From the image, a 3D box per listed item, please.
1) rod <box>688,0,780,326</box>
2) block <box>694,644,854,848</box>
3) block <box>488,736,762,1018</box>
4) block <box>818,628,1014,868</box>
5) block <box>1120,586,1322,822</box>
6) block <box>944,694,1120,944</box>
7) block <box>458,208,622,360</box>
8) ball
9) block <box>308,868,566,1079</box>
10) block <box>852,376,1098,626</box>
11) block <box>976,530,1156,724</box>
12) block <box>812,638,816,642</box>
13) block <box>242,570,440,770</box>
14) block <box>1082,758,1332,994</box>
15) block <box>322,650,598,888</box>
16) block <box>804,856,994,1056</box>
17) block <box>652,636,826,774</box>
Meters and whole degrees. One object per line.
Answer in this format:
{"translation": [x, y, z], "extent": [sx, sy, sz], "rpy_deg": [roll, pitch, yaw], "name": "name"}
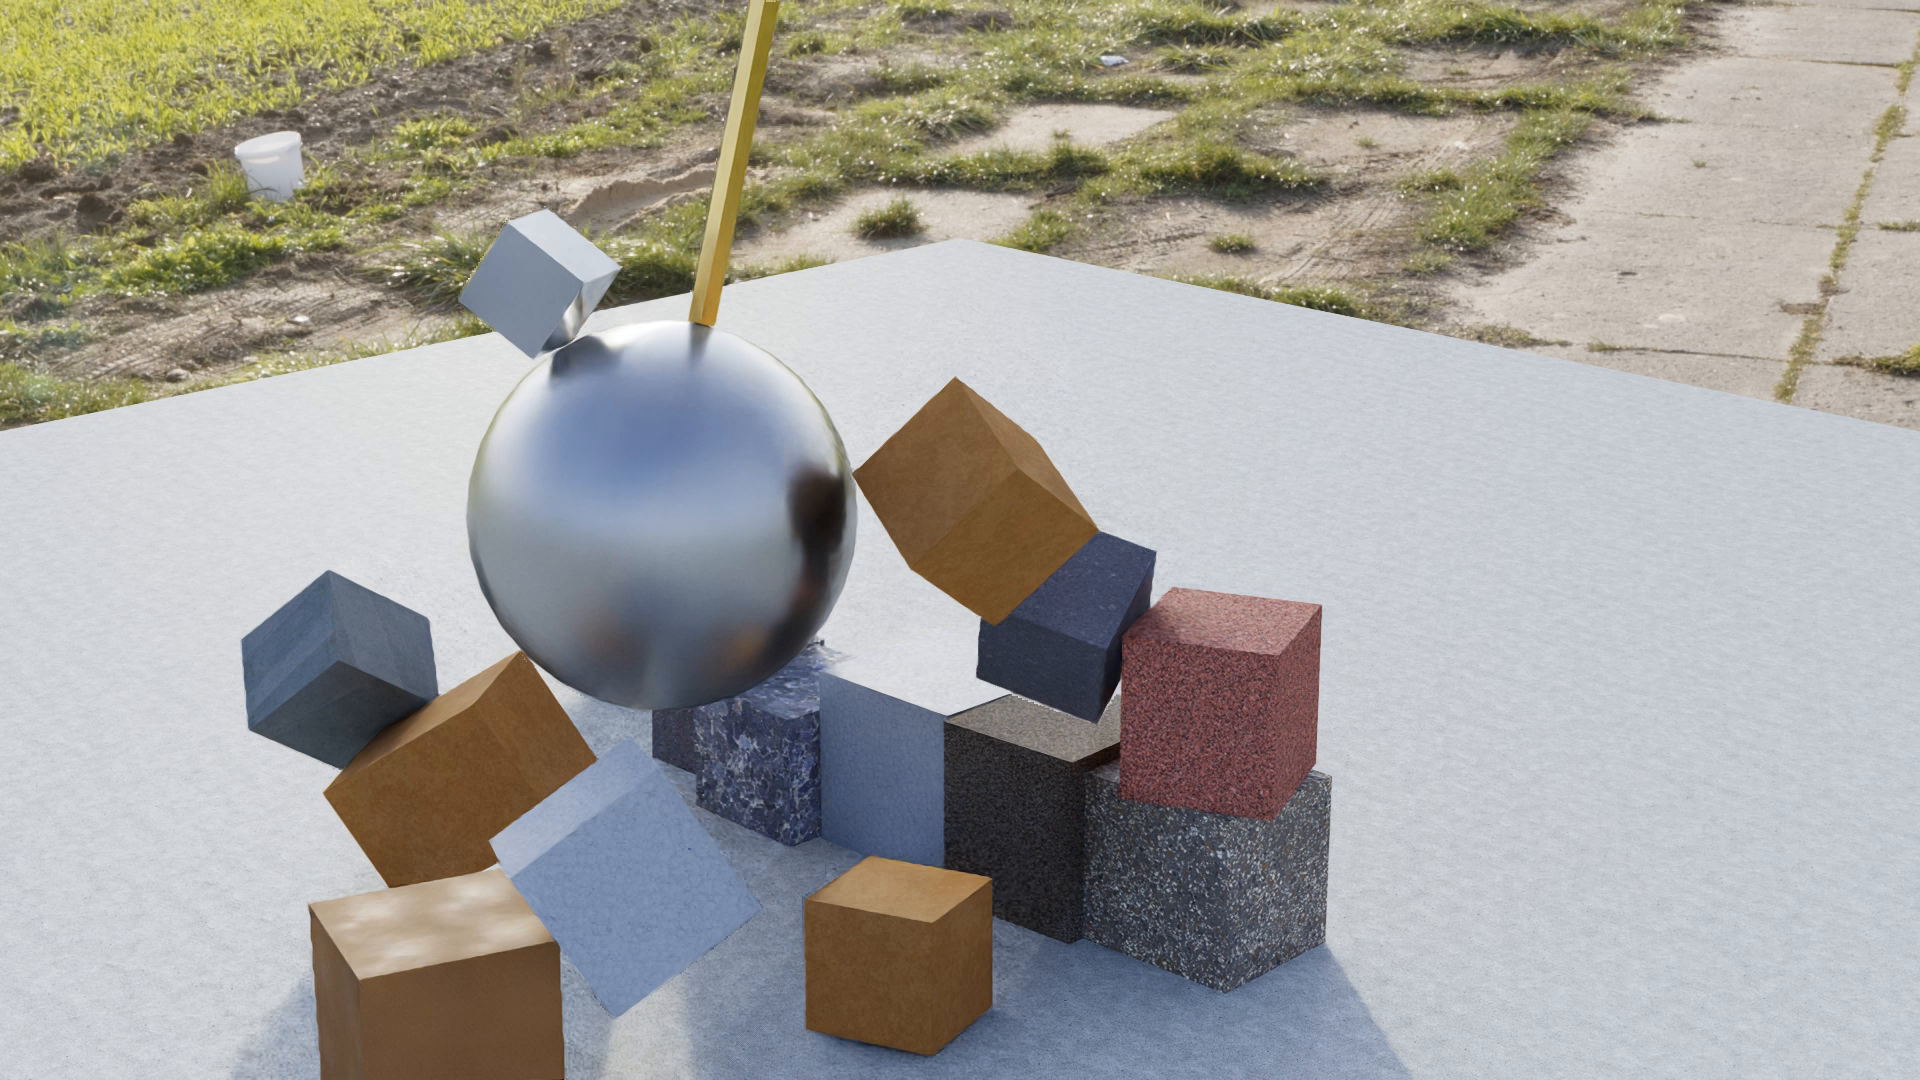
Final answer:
{"translation": [-0.528, -3.415, 11.715], "extent": [0.080, 5.200, 0.080], "rpy_deg": [17, 7, 42], "name": "rod"}
{"translation": [-0.750, 0.980, 14.164], "extent": [0.795, 0.638, 0.702], "rpy_deg": [-16, 23, -41], "name": "block"}
{"translation": [-1.242, 1.231, 10.798], "extent": [0.653, 0.651, 0.663], "rpy_deg": [-37, 14, -9], "name": "block"}
{"translation": [-0.063, 1.008, 13.729], "extent": [0.829, 0.845, 0.844], "rpy_deg": [-17, 24, -42], "name": "block"}
{"translation": [1.104, 0.680, 12.376], "extent": [0.667, 0.724, 0.690], "rpy_deg": [7, 19, 20], "name": "block"}
{"translation": [0.461, 1.194, 13.128], "extent": [0.736, 0.851, 0.776], "rpy_deg": [15, 23, 39], "name": "block"}
{"translation": [-1.688, -1.032, 11.805], "extent": [0.390, 0.397, 0.387], "rpy_deg": [38, 21, 4], "name": "block"}
{"translation": [-1.218, -0.101, 12.033], "extent": [1.600, 1.600, 1.600], "rpy_deg": [0, 17, 0], "name": "ball"}
{"translation": [-2.008, 1.820, 11.267], "extent": [0.764, 0.772, 0.735], "rpy_deg": [-8, 19, -25], "name": "block"}
{"translation": [0.060, -0.152, 11.794], "extent": [0.588, 0.584, 0.608], "rpy_deg": [35, 16, -45], "name": "block"}
{"translation": [0.448, 0.320, 12.406], "extent": [0.559, 0.543, 0.560], "rpy_deg": [20, 54, 13], "name": "block"}
{"translation": [-1.160, 0.163, 14.549], "extent": [0.625, 0.679, 0.641], "rpy_deg": [-13, 22, -36], "name": "block"}
{"translation": [-2.887, 0.621, 13.667], "extent": [0.616, 0.618, 0.536], "rpy_deg": [31, 32, -43], "name": "block"}
{"translation": [1.065, 1.374, 12.674], "extent": [0.794, 0.779, 0.696], "rpy_deg": [16, 23, 41], "name": "block"}
{"translation": [-2.231, 1.079, 13.223], "extent": [0.846, 0.662, 0.737], "rpy_deg": [-30, 11, 16], "name": "block"}
{"translation": [-0.245, 1.687, 11.969], "extent": [0.571, 0.564, 0.561], "rpy_deg": [7, 16, 25], "name": "block"}
{"translation": [-1.113, 0.797, 14.736], "extent": [0.603, 0.643, 0.645], "rpy_deg": [-17, 24, -42], "name": "block"}
